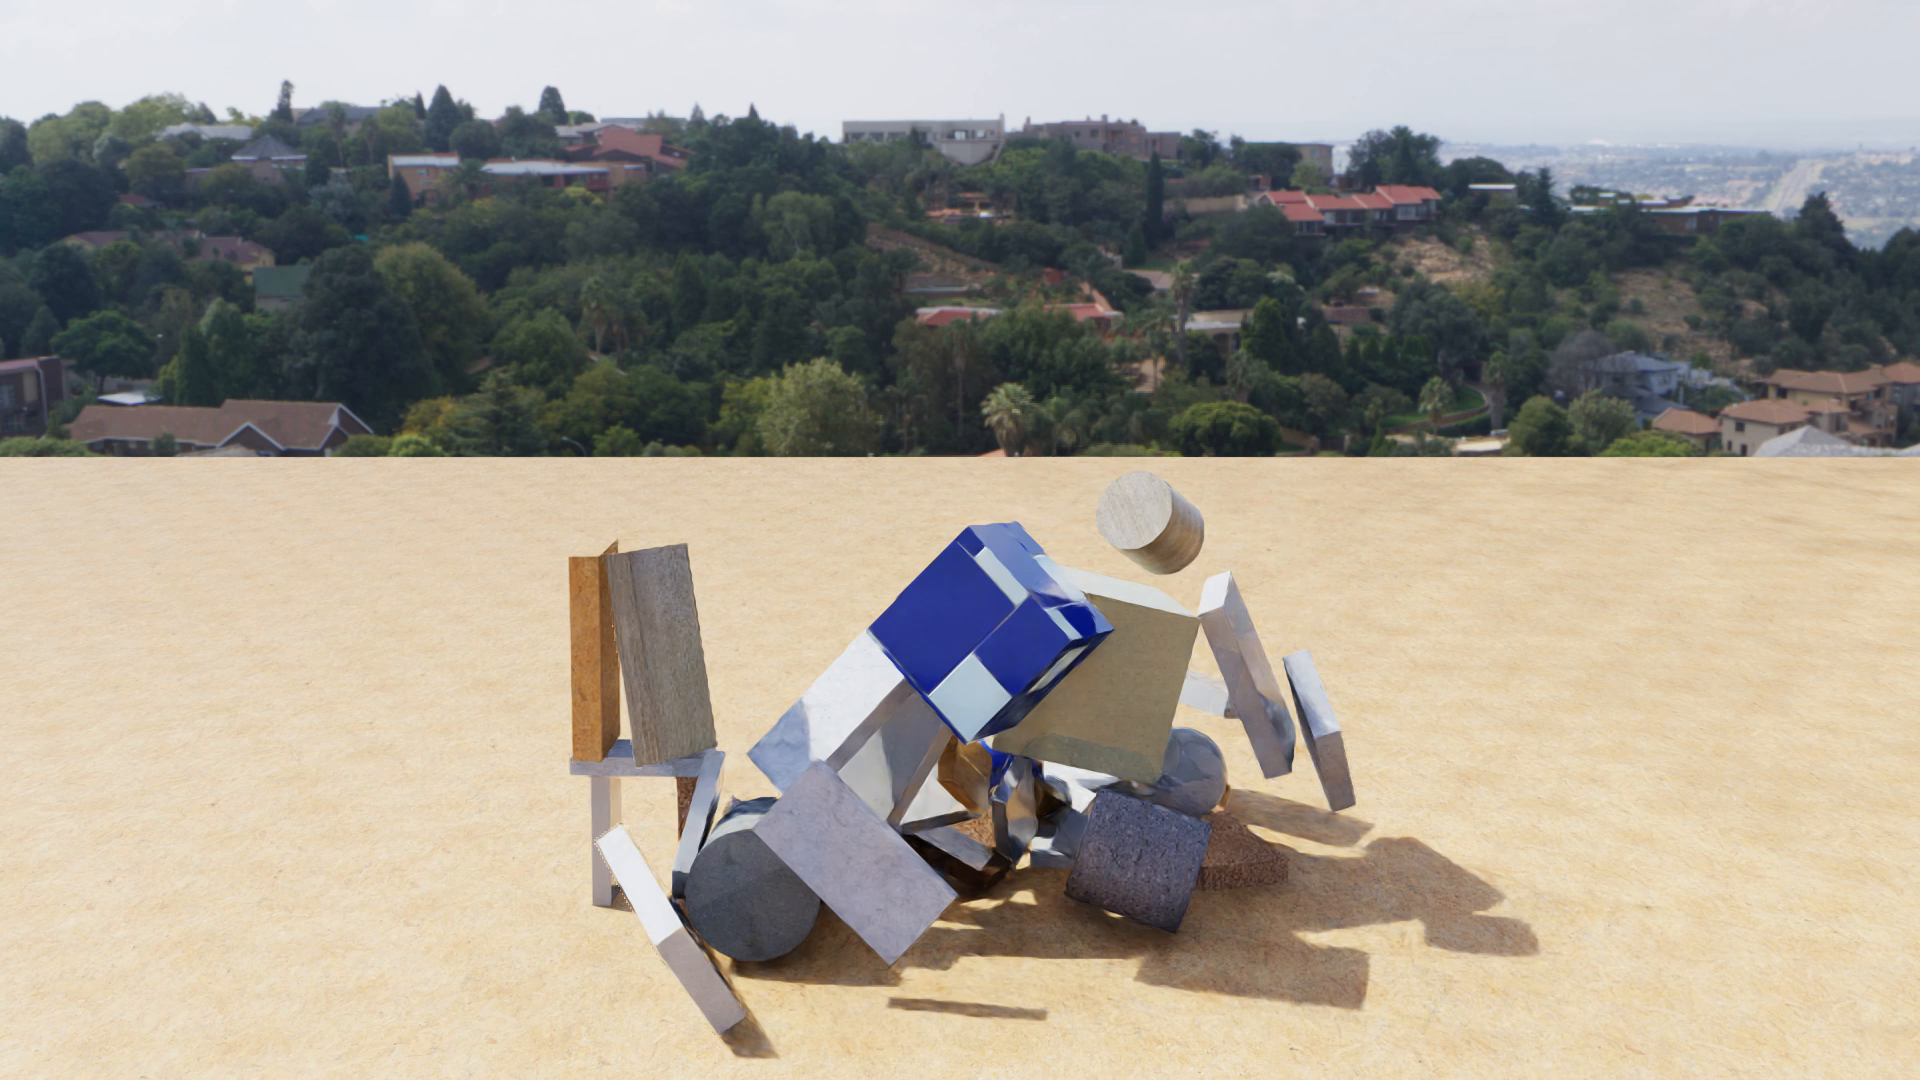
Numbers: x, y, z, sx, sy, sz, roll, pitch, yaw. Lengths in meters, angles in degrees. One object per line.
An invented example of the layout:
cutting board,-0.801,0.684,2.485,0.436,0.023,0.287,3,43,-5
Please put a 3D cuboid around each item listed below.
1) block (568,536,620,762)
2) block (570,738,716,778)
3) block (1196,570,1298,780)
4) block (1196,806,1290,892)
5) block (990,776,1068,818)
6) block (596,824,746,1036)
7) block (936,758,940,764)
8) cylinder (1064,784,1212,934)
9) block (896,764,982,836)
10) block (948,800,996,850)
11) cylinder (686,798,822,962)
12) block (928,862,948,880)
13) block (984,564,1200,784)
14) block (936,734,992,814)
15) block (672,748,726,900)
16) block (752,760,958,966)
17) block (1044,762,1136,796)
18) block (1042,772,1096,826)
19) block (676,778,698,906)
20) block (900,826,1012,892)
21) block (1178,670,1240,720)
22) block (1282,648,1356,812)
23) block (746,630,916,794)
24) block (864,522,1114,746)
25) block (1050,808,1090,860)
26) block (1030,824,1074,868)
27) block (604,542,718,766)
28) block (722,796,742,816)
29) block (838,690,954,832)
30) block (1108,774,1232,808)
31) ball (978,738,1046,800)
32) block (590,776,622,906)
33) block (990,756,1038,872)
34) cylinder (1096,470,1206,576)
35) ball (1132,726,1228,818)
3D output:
block,-0.595,0.176,3.593,0.048,0.337,0.168,1,11,1
block,-0.521,0.358,3.620,0.221,0.031,0.110,1,11,3
block,0.495,0.231,3.777,0.046,0.324,0.162,-19,16,19
block,0.439,0.536,3.841,0.154,0.044,0.309,-3,11,-16
block,0.125,0.463,3.961,0.075,0.021,0.150,-28,-34,19
block,-0.438,0.574,3.294,0.048,0.168,0.481,-35,19,-10
block,-0.041,0.387,4.346,0.075,0.150,0.021,-6,-11,-12
cylinder,0.281,0.506,3.488,0.185,0.185,0.185,19,13,5
block,-0.082,0.441,3.715,0.222,0.031,0.111,-9,44,-32
block,-0.012,0.502,3.894,0.165,0.082,0.023,1,-19,6
cylinder,-0.309,0.525,3.422,0.206,0.206,0.206,0,7,2
block,-0.128,0.524,3.671,0.222,0.031,0.111,27,10,0
block,0.201,0.215,3.771,0.290,0.290,0.290,13,7,-12
block,0.009,0.379,3.638,0.028,0.099,0.198,-1,-22,18
block,-0.413,0.450,3.483,0.030,0.215,0.108,12,-33,1
block,-0.154,0.471,3.221,0.285,0.139,0.039,44,9,8
block,0.236,0.476,4.163,0.154,0.044,0.309,-6,12,-31
block,0.190,0.483,4.038,0.023,0.082,0.165,45,-13,-27
block,-0.443,0.482,3.645,0.031,0.221,0.110,-1,11,0
block,-0.031,0.517,3.722,0.222,0.031,0.111,28,15,17
block,0.419,0.272,4.125,0.324,0.046,0.162,17,5,43
block,0.626,0.334,3.818,0.046,0.162,0.324,-20,-32,4
block,-0.201,0.285,3.505,0.139,0.277,0.039,39,-5,45
block,0.049,0.141,3.435,0.235,0.235,0.235,48,16,12
block,0.236,0.520,3.718,0.150,0.075,0.021,25,-14,22
block,0.170,0.540,3.876,0.082,0.023,0.165,1,11,6
block,-0.478,0.180,3.528,0.048,0.337,0.168,-8,1,25
block,-0.295,0.508,3.652,0.215,0.030,0.108,31,10,-10
block,-0.108,0.343,3.568,0.039,0.277,0.139,-1,38,-49
block,0.340,0.428,4.108,0.309,0.044,0.154,17,0,-4
ball,0.068,0.427,4.061,0.177,0.177,0.177,0,11,0
block,-0.586,0.482,3.646,0.031,0.221,0.110,1,11,0
block,0.093,0.465,3.730,0.028,0.198,0.099,18,52,21
cylinder,0.312,-0.027,3.595,0.134,0.134,0.134,7,-16,34
ball,0.389,0.416,3.901,0.171,0.171,0.171,0,11,0
